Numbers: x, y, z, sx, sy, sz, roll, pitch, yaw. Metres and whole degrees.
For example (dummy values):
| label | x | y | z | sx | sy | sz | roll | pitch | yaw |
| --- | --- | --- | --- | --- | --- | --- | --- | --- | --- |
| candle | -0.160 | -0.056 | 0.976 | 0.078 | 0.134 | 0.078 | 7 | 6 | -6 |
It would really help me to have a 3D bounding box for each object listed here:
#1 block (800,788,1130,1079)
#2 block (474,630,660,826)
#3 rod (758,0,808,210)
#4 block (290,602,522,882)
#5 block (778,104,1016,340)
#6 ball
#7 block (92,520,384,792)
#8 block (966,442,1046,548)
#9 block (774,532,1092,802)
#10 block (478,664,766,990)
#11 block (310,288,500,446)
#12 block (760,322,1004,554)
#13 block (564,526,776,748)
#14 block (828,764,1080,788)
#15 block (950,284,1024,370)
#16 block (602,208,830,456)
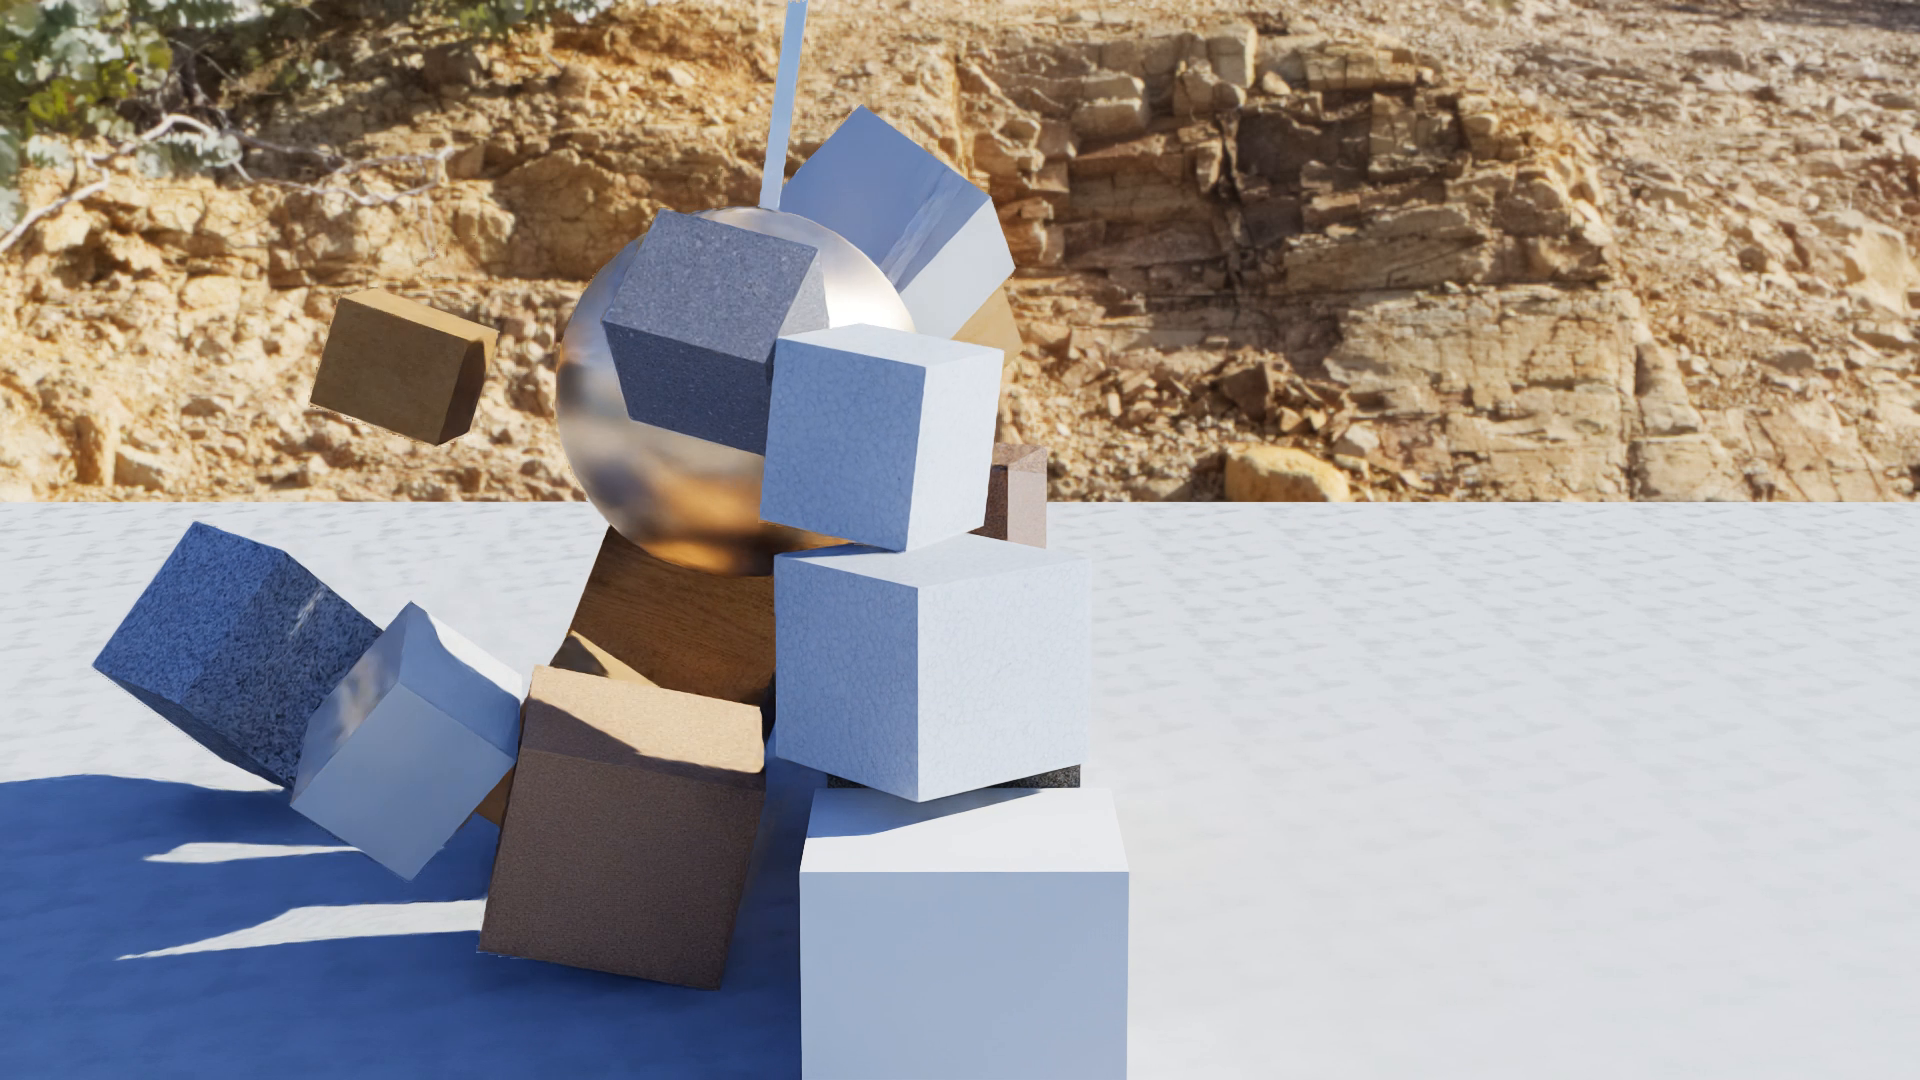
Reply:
| label | x | y | z | sx | sy | sz | roll | pitch | yaw |
| --- | --- | --- | --- | --- | --- | --- | --- | --- | --- |
| block | 0.013 | 1.453 | 9.001 | 1.083 | 0.921 | 1.003 | 0 | 10 | 0 |
| block | -1.690 | 0.957 | 11.441 | 0.678 | 0.749 | 0.716 | 34 | 6 | -7 |
| rod | -0.408 | -3.939 | 10.464 | 0.080 | 5.200 | 0.080 | 9 | 10 | -2 |
| block | -2.125 | 0.770 | 9.912 | 0.547 | 0.662 | 0.689 | 37 | 15 | -21 |
| block | -0.321 | -1.398 | 11.919 | 0.818 | 0.679 | 0.684 | 38 | -10 | 23 |
| ball | -0.941 | -0.635 | 11.065 | 1.600 | 1.600 | 1.600 | 0 | 10 | 0 |
| block | -3.424 | 0.579 | 12.426 | 0.805 | 0.853 | 0.925 | 14 | -24 | 42 |
| block | -0.007 | -0.129 | 12.946 | 0.724 | 0.637 | 0.712 | 3 | 11 | 17 |
| block | -0.100 | 0.431 | 9.343 | 0.819 | 0.756 | 0.810 | -9 | 14 | -40 |
| block | -1.329 | 1.125 | 10.170 | 0.935 | 0.851 | 0.885 | 12 | 16 | -9 |
| block | -2.401 | -0.754 | 11.121 | 0.576 | 0.476 | 0.528 | 19 | 10 | 1 |
| block | -0.291 | -0.400 | 9.669 | 0.624 | 0.691 | 0.645 | 13 | 15 | 24 |
| block | -1.308 | 0.480 | 12.375 | 0.970 | 0.838 | 0.809 | 19 | -14 | 3 |
| block | -0.031 | 1.229 | 9.937 | 0.930 | 1.026 | 0.904 | 0 | 10 | -1 |
| block | -0.275 | -1.064 | 12.604 | 0.745 | 0.766 | 0.800 | 39 | -11 | 24 |
| block | -0.913 | -0.786 | 9.855 | 0.647 | 0.556 | 0.652 | 16 | -29 | 12 |
